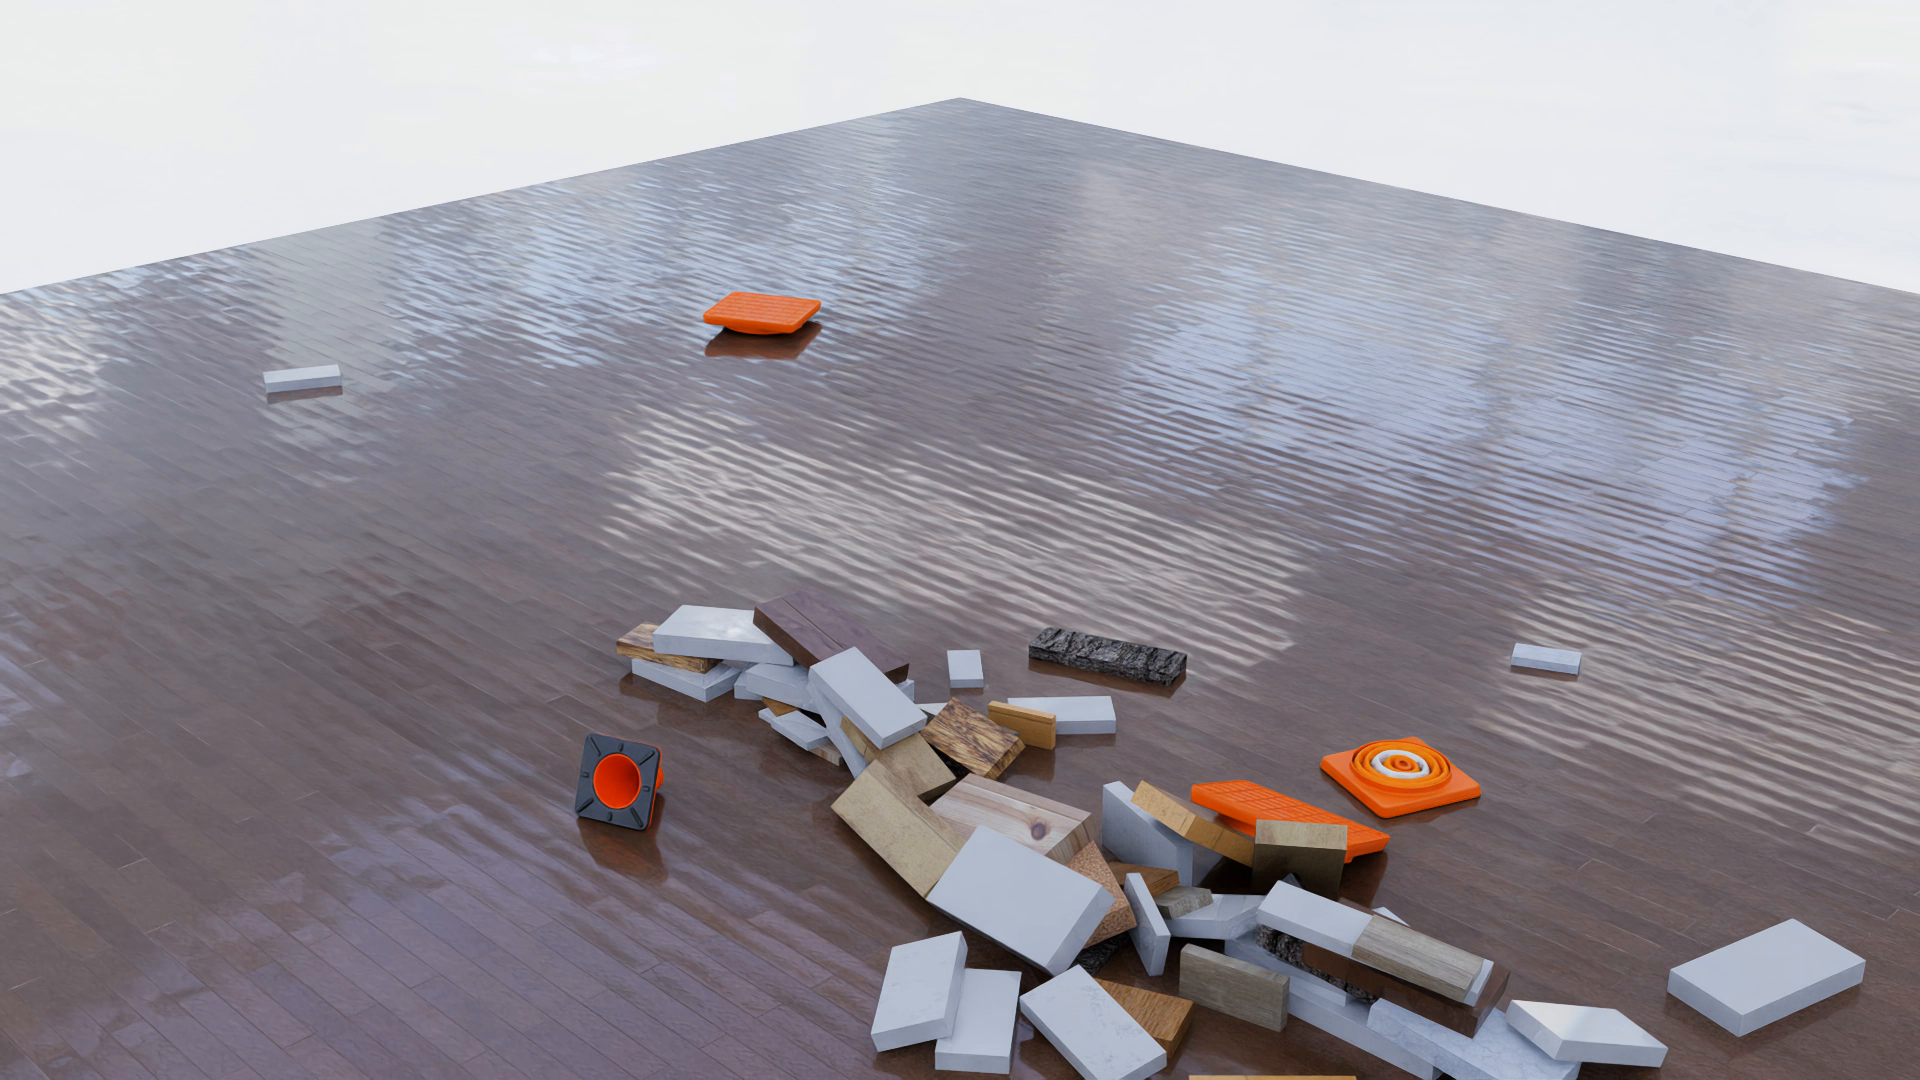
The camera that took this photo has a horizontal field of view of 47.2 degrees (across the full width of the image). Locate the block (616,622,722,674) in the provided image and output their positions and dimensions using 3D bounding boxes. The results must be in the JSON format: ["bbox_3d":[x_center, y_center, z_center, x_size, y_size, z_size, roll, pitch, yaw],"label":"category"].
[{"bbox_3d":[-0.656,0.247,5.051,0.237,0.034,0.118,11,25,24],"label":"block"}]

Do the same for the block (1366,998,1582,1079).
[{"bbox_3d":[0.851,0.831,3.643,0.312,0.044,0.156,27,34,33],"label":"block"}]

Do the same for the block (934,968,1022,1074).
[{"bbox_3d":[0.033,0.823,3.776,0.124,0.035,0.248,2,23,6],"label":"block"}]

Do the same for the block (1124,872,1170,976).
[{"bbox_3d":[0.334,0.695,3.980,0.026,0.090,0.181,0,29,-15],"label":"block"}]

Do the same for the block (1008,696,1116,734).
[{"bbox_3d":[0.222,0.384,4.814,0.228,0.032,0.114,-1,23,-2],"label":"block"}]

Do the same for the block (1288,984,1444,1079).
[{"bbox_3d":[0.721,0.815,3.783,0.312,0.044,0.156,20,30,39],"label":"block"}]

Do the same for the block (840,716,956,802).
[{"bbox_3d":[-0.129,0.440,4.552,0.121,0.034,0.243,-20,54,-34],"label":"block"}]

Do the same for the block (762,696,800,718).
[{"bbox_3d":[-0.394,0.365,4.847,0.050,0.014,0.101,-11,25,-24],"label":"block"}]

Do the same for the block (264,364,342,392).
[{"bbox_3d":[-2.068,-0.508,6.916,0.228,0.032,0.114,-8,24,-18],"label":"block"}]

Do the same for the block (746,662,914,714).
[{"bbox_3d":[-0.288,0.322,4.856,0.337,0.048,0.168,15,27,30],"label":"block"}]

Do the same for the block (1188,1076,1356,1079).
[{"bbox_3d":[0.511,0.911,3.545,0.272,0.036,0.127,0,15,0],"label":"block"}]

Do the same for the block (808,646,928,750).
[{"bbox_3d":[-0.194,0.329,4.597,0.121,0.034,0.243,-23,51,-36],"label":"block"}]

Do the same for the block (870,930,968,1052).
[{"bbox_3d":[-0.068,0.781,3.819,0.132,0.037,0.264,-16,20,13],"label":"block"}]

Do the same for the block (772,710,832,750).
[{"bbox_3d":[-0.339,0.409,4.724,0.068,0.019,0.136,-17,28,-35],"label":"block"}]

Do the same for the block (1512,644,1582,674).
[{"bbox_3d":[1.357,0.274,5.087,0.149,0.021,0.075,8,24,18],"label":"block"}]

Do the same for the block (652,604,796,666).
[{"bbox_3d":[-0.508,0.215,4.999,0.337,0.048,0.168,4,22,17],"label":"block"}]

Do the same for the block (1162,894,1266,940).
[{"bbox_3d":[0.453,0.680,3.976,0.124,0.035,0.248,-18,3,-33],"label":"block"}]

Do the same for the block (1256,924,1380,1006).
[{"bbox_3d":[0.652,0.714,3.810,0.248,0.035,0.124,24,33,30],"label":"block"}]

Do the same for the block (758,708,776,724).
[{"bbox_3d":[-0.391,0.391,4.820,0.050,0.014,0.101,-19,29,-37],"label":"block"}]

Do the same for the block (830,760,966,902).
[{"bbox_3d":[-0.110,0.566,4.286,0.132,0.037,0.386,-46,36,-7],"label":"block"}]

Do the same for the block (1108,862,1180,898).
[{"bbox_3d":[0.318,0.642,4.141,0.090,0.026,0.181,-19,10,-37],"label":"block"}]

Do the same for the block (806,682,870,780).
[{"bbox_3d":[-0.214,0.387,4.631,0.121,0.034,0.243,-15,63,-32],"label":"block"}]

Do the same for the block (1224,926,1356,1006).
[{"bbox_3d":[0.605,0.733,3.875,0.248,0.035,0.124,18,29,37],"label":"block"}]

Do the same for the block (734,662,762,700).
[{"bbox_3d":[-0.425,0.297,5.017,0.118,0.034,0.237,4,23,9],"label":"block"}]

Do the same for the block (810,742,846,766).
[{"bbox_3d":[-0.279,0.440,4.700,0.136,0.019,0.068,21,31,41],"label":"block"}]

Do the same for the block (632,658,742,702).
[{"bbox_3d":[-0.622,0.300,5.010,0.237,0.034,0.118,18,29,35],"label":"block"}]

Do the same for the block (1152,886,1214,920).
[{"bbox_3d":[0.381,0.665,4.054,0.090,0.026,0.181,-18,3,-24],"label":"block"}]

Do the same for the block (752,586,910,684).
[{"bbox_3d":[-0.287,0.227,4.860,0.168,0.048,0.337,-20,44,-39],"label":"block"}]

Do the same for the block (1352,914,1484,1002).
[{"bbox_3d":[0.760,0.694,3.651,0.194,0.028,0.097,20,31,24],"label":"block"}]

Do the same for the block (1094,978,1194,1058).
[{"bbox_3d":[0.265,0.816,3.793,0.248,0.035,0.124,9,25,21],"label":"block"}]

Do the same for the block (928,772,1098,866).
[{"bbox_3d":[0.082,0.557,4.244,0.175,0.050,0.350,-37,30,-30],"label":"block"}]

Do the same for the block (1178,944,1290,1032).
[{"bbox_3d":[0.474,0.775,3.810,0.194,0.097,0.028,14,27,29],"label":"block"}]

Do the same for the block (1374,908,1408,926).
[{"bbox_3d":[0.780,0.716,4.017,0.076,0.021,0.151,-8,16,-18],"label":"block"}]

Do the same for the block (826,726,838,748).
[{"bbox_3d":[-0.221,0.436,4.657,0.068,0.019,0.136,-14,43,-33],"label":"block"}]

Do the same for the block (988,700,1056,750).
[{"bbox_3d":[0.133,0.398,4.728,0.149,0.075,0.021,11,25,24],"label":"block"}]

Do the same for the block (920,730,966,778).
[{"bbox_3d":[-0.118,0.428,4.712,0.348,0.032,0.113,16,28,33],"label":"block"}]

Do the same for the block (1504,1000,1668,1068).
[{"bbox_3d":[1.042,0.822,3.661,0.254,0.036,0.127,12,14,-31],"label":"block"}]

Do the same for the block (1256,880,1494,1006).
[{"bbox_3d":[0.700,0.680,3.722,0.388,0.028,0.097,19,31,22],"label":"block"}]

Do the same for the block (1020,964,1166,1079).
[{"bbox_3d":[0.222,0.826,3.700,0.124,0.035,0.248,-24,39,-24],"label":"block"}]

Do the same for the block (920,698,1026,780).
[{"bbox_3d":[0.023,0.418,4.579,0.113,0.032,0.226,-46,40,-14],"label":"block"}]

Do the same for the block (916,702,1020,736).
[{"bbox_3d":[0.008,0.399,4.722,0.113,0.032,0.226,1,13,-43],"label":"block"}]

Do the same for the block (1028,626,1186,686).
[{"bbox_3d":[0.341,0.268,5.088,0.347,0.032,0.114,10,25,23],"label":"block"}]

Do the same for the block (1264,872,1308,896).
[{"bbox_3d":[0.617,0.684,3.968,0.021,0.076,0.151,15,36,-53],"label":"block"}]

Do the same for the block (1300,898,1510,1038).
[{"bbox_3d":[0.755,0.722,3.731,0.312,0.044,0.156,21,32,26],"label":"block"}]

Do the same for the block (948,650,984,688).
[{"bbox_3d":[0.012,0.295,5.039,0.075,0.021,0.149,-1,23,-3],"label":"block"}]

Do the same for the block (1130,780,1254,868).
[{"bbox_3d":[0.482,0.554,4.170,0.319,0.045,0.159,28,1,-40],"label":"block"}]

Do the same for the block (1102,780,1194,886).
[{"bbox_3d":[0.358,0.582,4.221,0.037,0.132,0.264,-12,26,-25],"label":"block"}]

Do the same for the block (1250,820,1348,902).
[{"bbox_3d":[0.616,0.591,4.021,0.159,0.319,0.045,3,64,7],"label":"block"}]

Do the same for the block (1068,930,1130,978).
[{"bbox_3d":[0.247,0.745,3.984,0.057,0.016,0.175,13,26,28],"label":"block"}]

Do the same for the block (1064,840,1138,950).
[{"bbox_3d":[0.192,0.643,4.111,0.175,0.050,0.350,-23,26,-4],"label":"block"}]

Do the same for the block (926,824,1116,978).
[{"bbox_3d":[0.106,0.652,3.990,0.350,0.050,0.175,19,67,50],"label":"block"}]

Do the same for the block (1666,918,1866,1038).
[{"bbox_3d":[1.426,0.770,3.887,0.319,0.045,0.159,-13,26,-28],"label":"block"}]

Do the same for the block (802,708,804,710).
[{"bbox_3d":[-0.308,0.354,4.908,0.101,0.014,0.050,-8,24,-18],"label":"block"}]
